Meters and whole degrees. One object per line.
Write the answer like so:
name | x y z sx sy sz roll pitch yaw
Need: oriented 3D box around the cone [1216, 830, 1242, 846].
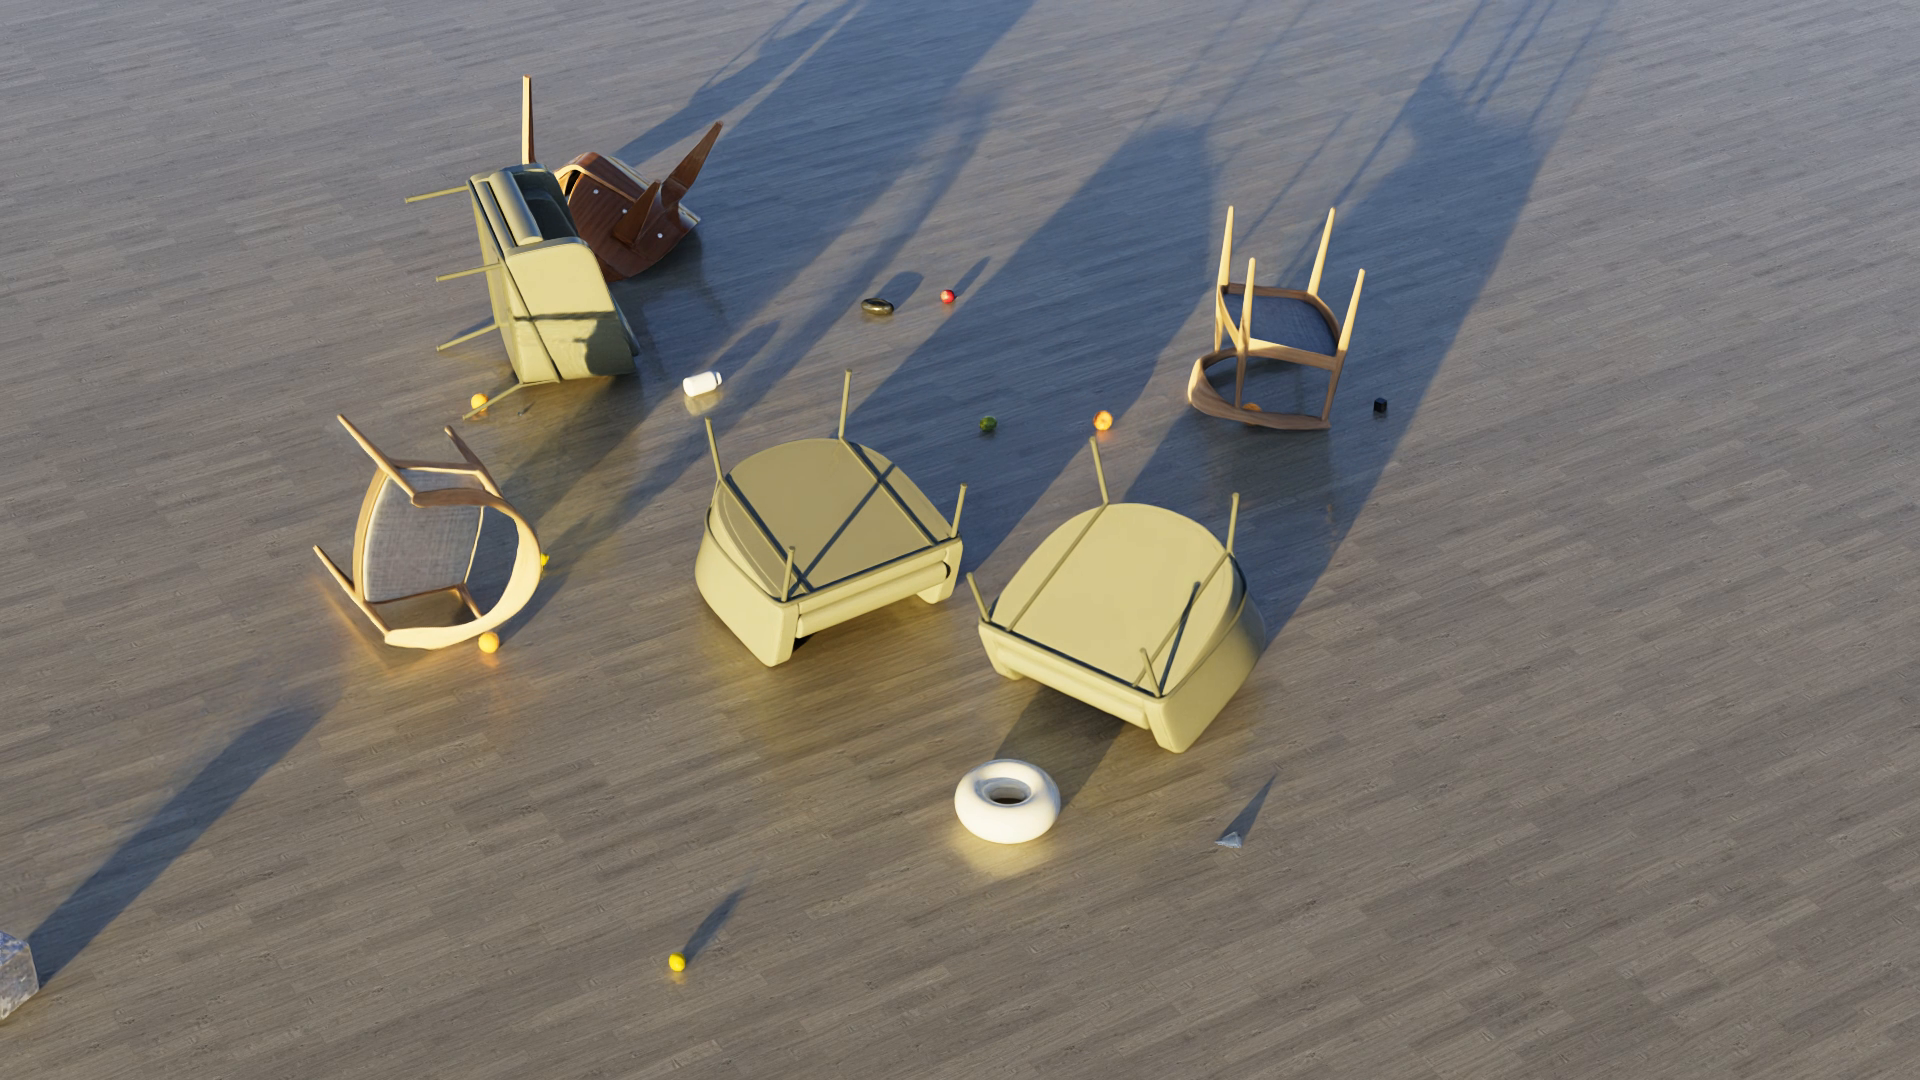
cone | 0.858 0.969 9.451 0.085 0.054 0.053 -10 34 17

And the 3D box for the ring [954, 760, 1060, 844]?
ring | 0.155 0.849 9.537 0.345 0.135 0.348 -26 43 -33

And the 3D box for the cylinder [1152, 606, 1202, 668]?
cylinder | 0.759 0.340 10.277 0.128 0.180 0.148 36 37 -5

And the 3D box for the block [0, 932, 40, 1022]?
block | -2.918 1.323 8.771 0.163 0.183 0.247 17 37 24

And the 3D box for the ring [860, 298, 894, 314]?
ring | -0.349 -0.987 12.401 0.145 0.046 0.083 10 33 13

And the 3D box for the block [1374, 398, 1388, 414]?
block | 1.681 -0.539 11.722 0.037 0.044 0.035 28 42 35
